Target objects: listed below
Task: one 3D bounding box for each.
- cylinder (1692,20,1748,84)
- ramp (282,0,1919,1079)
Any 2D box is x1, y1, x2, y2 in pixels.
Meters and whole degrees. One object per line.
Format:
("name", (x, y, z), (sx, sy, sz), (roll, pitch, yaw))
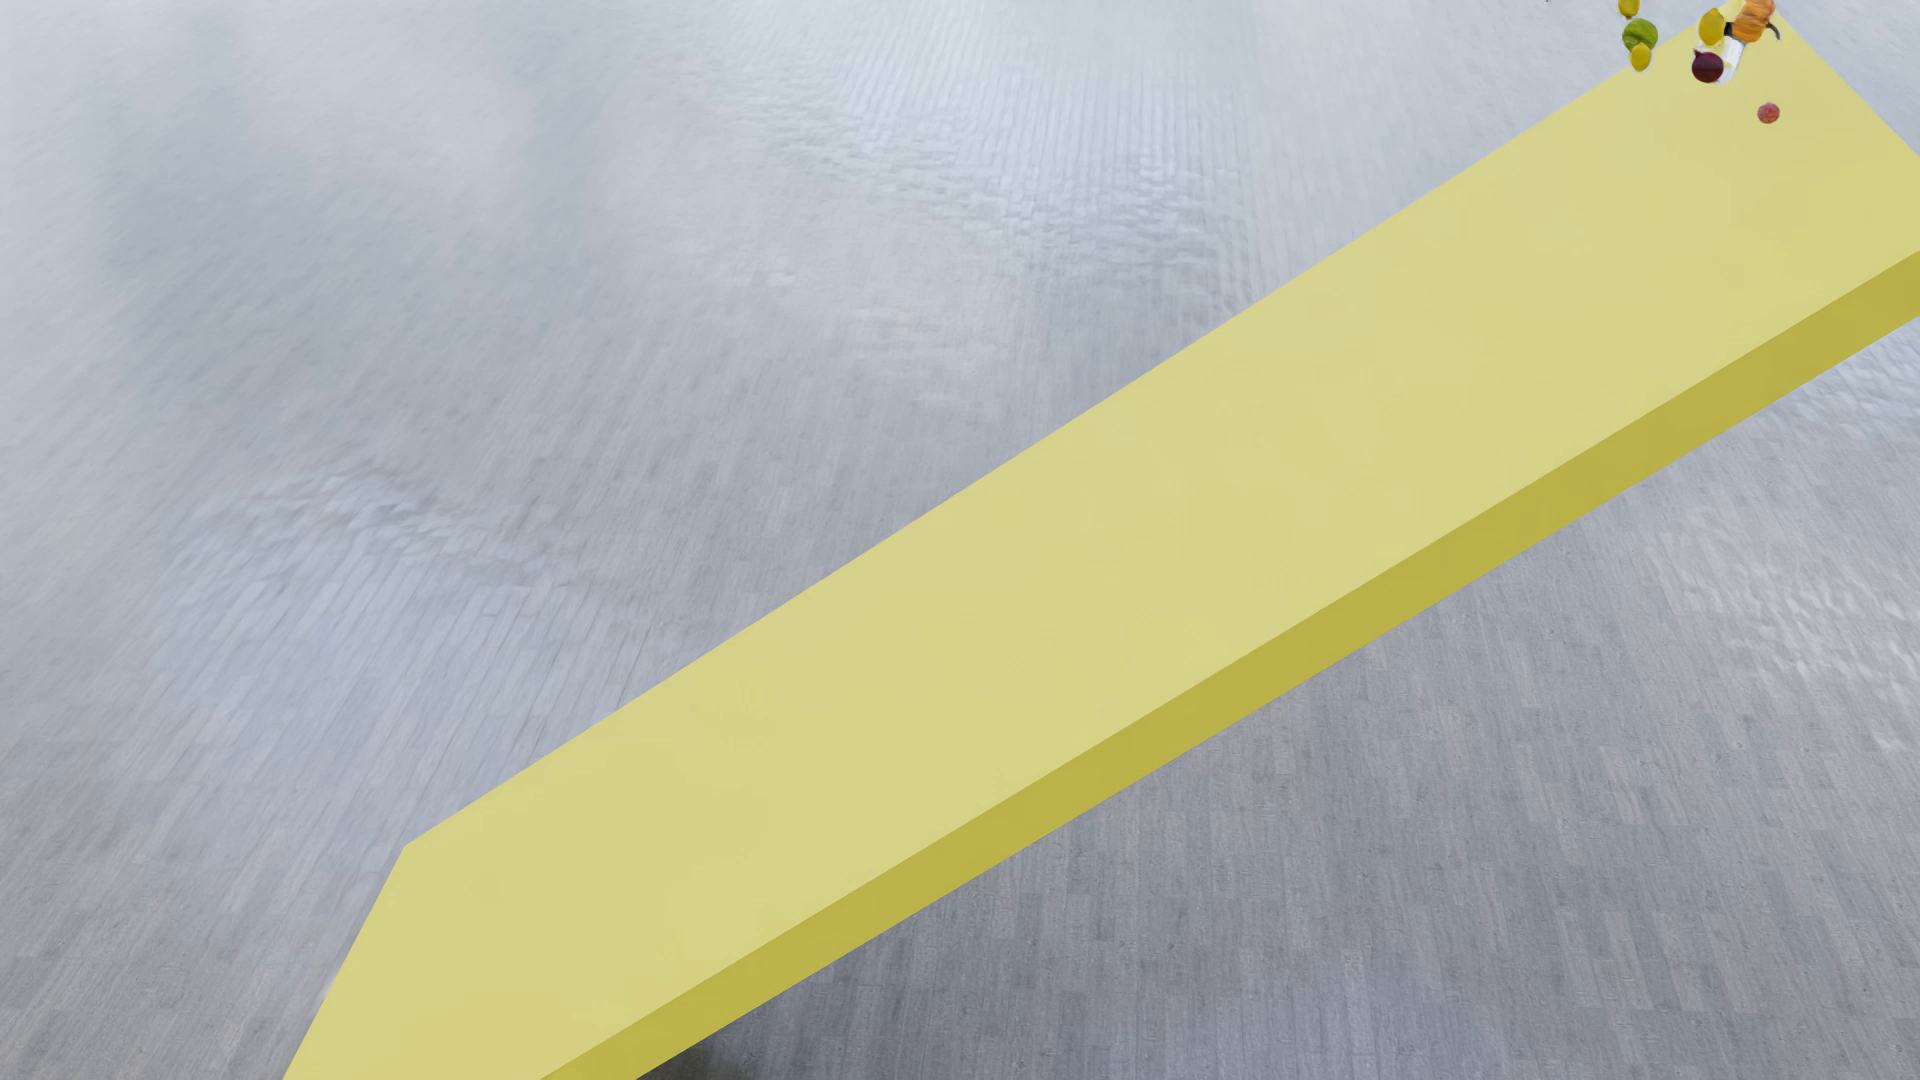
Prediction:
("cylinder", (1.500, -0.963, 5.806), (0.088, 0.088, 0.088), (12, 65, 28))
("ramp", (0.136, 0.174, 6.306), (4.000, 0.100, 2.000), (-32, 16, 15))
